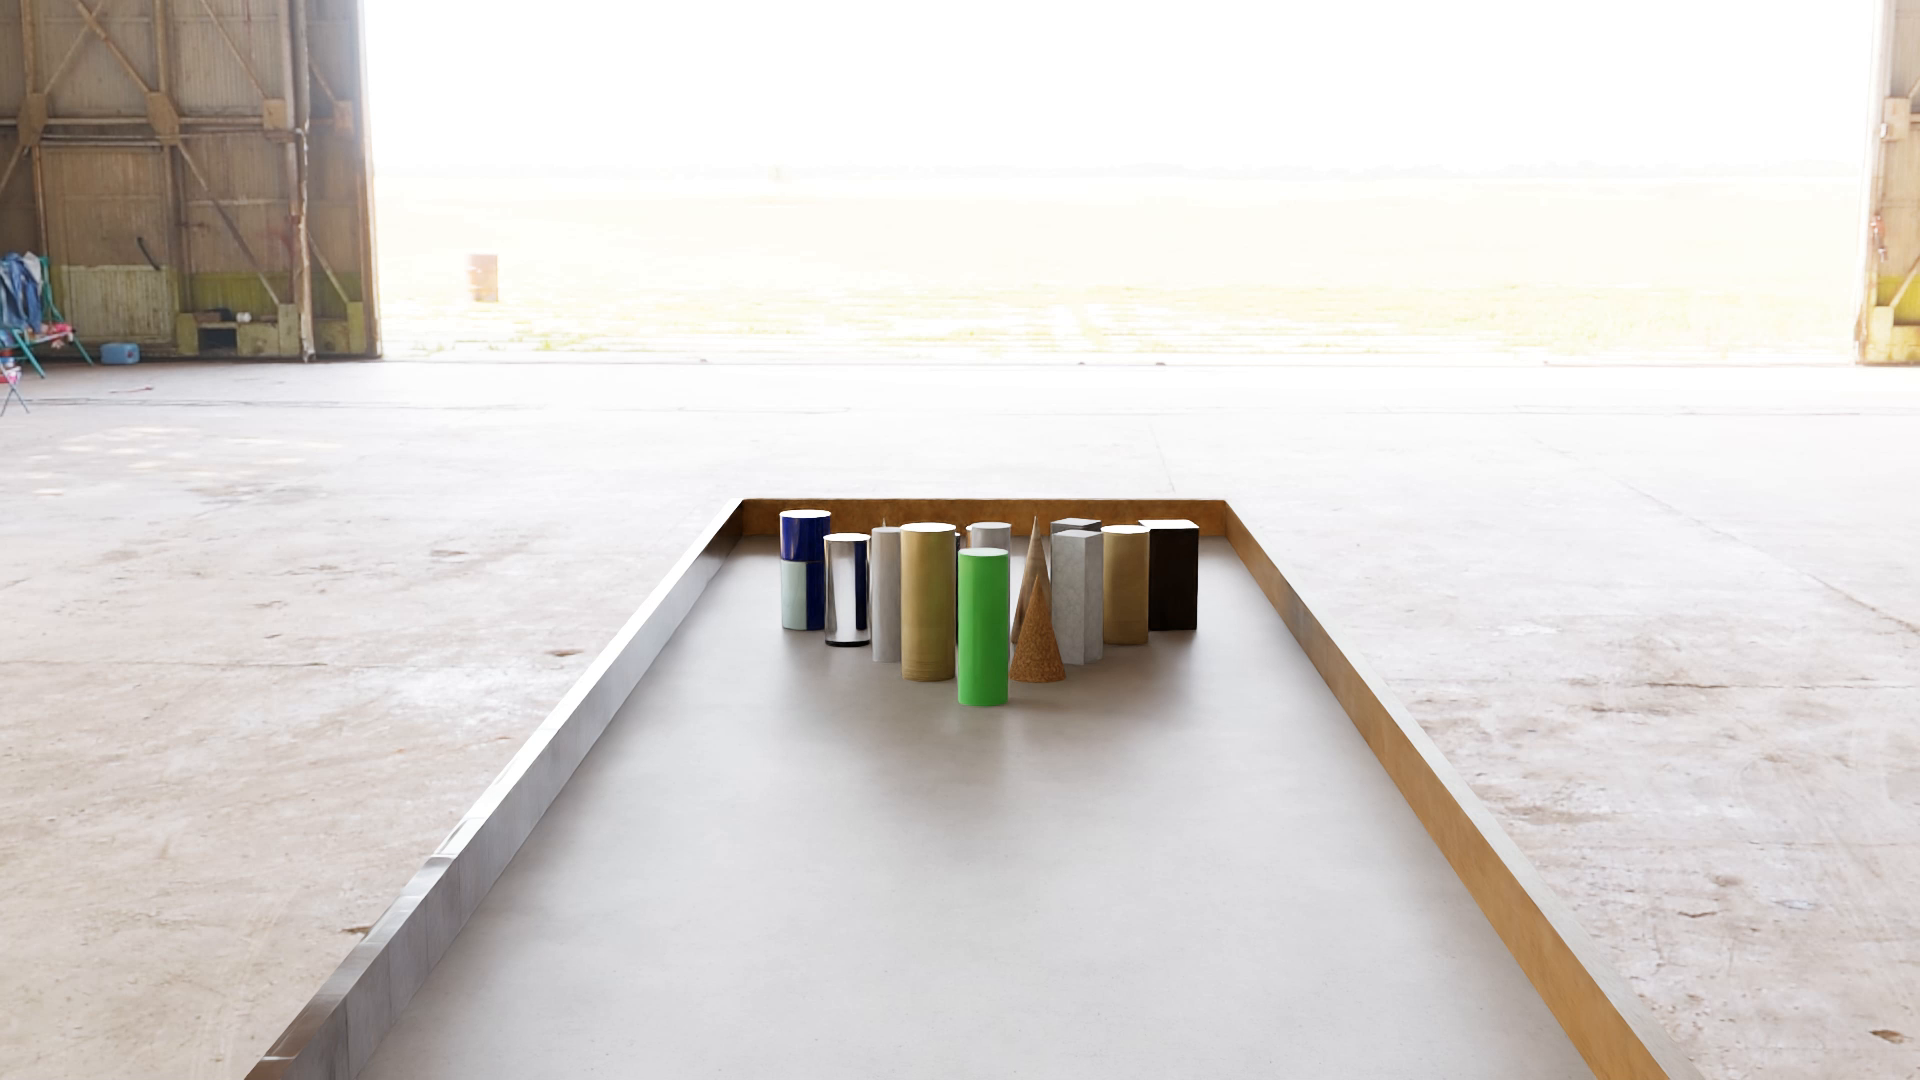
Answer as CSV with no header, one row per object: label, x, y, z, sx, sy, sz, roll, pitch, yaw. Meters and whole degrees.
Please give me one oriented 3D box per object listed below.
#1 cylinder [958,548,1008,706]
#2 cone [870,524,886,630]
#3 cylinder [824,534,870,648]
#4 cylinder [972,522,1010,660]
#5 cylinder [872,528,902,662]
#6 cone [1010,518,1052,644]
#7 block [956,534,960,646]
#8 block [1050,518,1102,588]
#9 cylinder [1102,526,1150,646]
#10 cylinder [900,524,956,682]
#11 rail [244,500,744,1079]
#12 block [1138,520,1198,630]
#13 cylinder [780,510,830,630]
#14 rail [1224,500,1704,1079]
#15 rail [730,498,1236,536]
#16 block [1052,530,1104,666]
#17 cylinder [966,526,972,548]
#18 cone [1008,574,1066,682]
cylinder,0.065,0.242,6.134,0.139,0.423,0.139,0,9,0
cone,-0.247,0.108,7.169,0.136,0.363,0.136,0,9,0
cylinder,-0.355,0.158,6.930,0.145,0.338,0.145,0,9,0
cylinder,0.094,0.159,6.684,0.120,0.413,0.120,0,9,0
cylinder,-0.216,0.166,6.682,0.102,0.400,0.102,0,9,0
cone,0.240,0.118,6.956,0.166,0.410,0.166,0,9,0
block,-0.069,0.152,6.925,0.106,0.351,0.106,-3,10,-20
block,0.377,0.114,7.168,0.120,0.351,0.120,6,11,34
cylinder,0.522,0.143,6.960,0.154,0.359,0.154,0,9,0
cylinder,-0.093,0.182,6.445,0.160,0.444,0.160,0,9,0
rail,-1.004,0.839,3.234,0.050,0.150,12.000,0,9,1
block,0.681,0.115,7.208,0.163,0.337,0.163,-1,9,-7
cylinder,-0.504,0.098,7.198,0.164,0.372,0.164,0,9,0
rail,1.046,0.843,3.208,0.050,0.150,12.000,0,9,1
rail,0.099,-0.098,9.147,2.100,0.150,0.050,0,9,1
block,0.357,0.173,6.673,0.114,0.390,0.114,6,11,33
cylinder,0.089,0.124,7.170,0.136,0.331,0.136,0,9,0
cone,0.227,0.248,6.448,0.171,0.311,0.171,0,9,0
